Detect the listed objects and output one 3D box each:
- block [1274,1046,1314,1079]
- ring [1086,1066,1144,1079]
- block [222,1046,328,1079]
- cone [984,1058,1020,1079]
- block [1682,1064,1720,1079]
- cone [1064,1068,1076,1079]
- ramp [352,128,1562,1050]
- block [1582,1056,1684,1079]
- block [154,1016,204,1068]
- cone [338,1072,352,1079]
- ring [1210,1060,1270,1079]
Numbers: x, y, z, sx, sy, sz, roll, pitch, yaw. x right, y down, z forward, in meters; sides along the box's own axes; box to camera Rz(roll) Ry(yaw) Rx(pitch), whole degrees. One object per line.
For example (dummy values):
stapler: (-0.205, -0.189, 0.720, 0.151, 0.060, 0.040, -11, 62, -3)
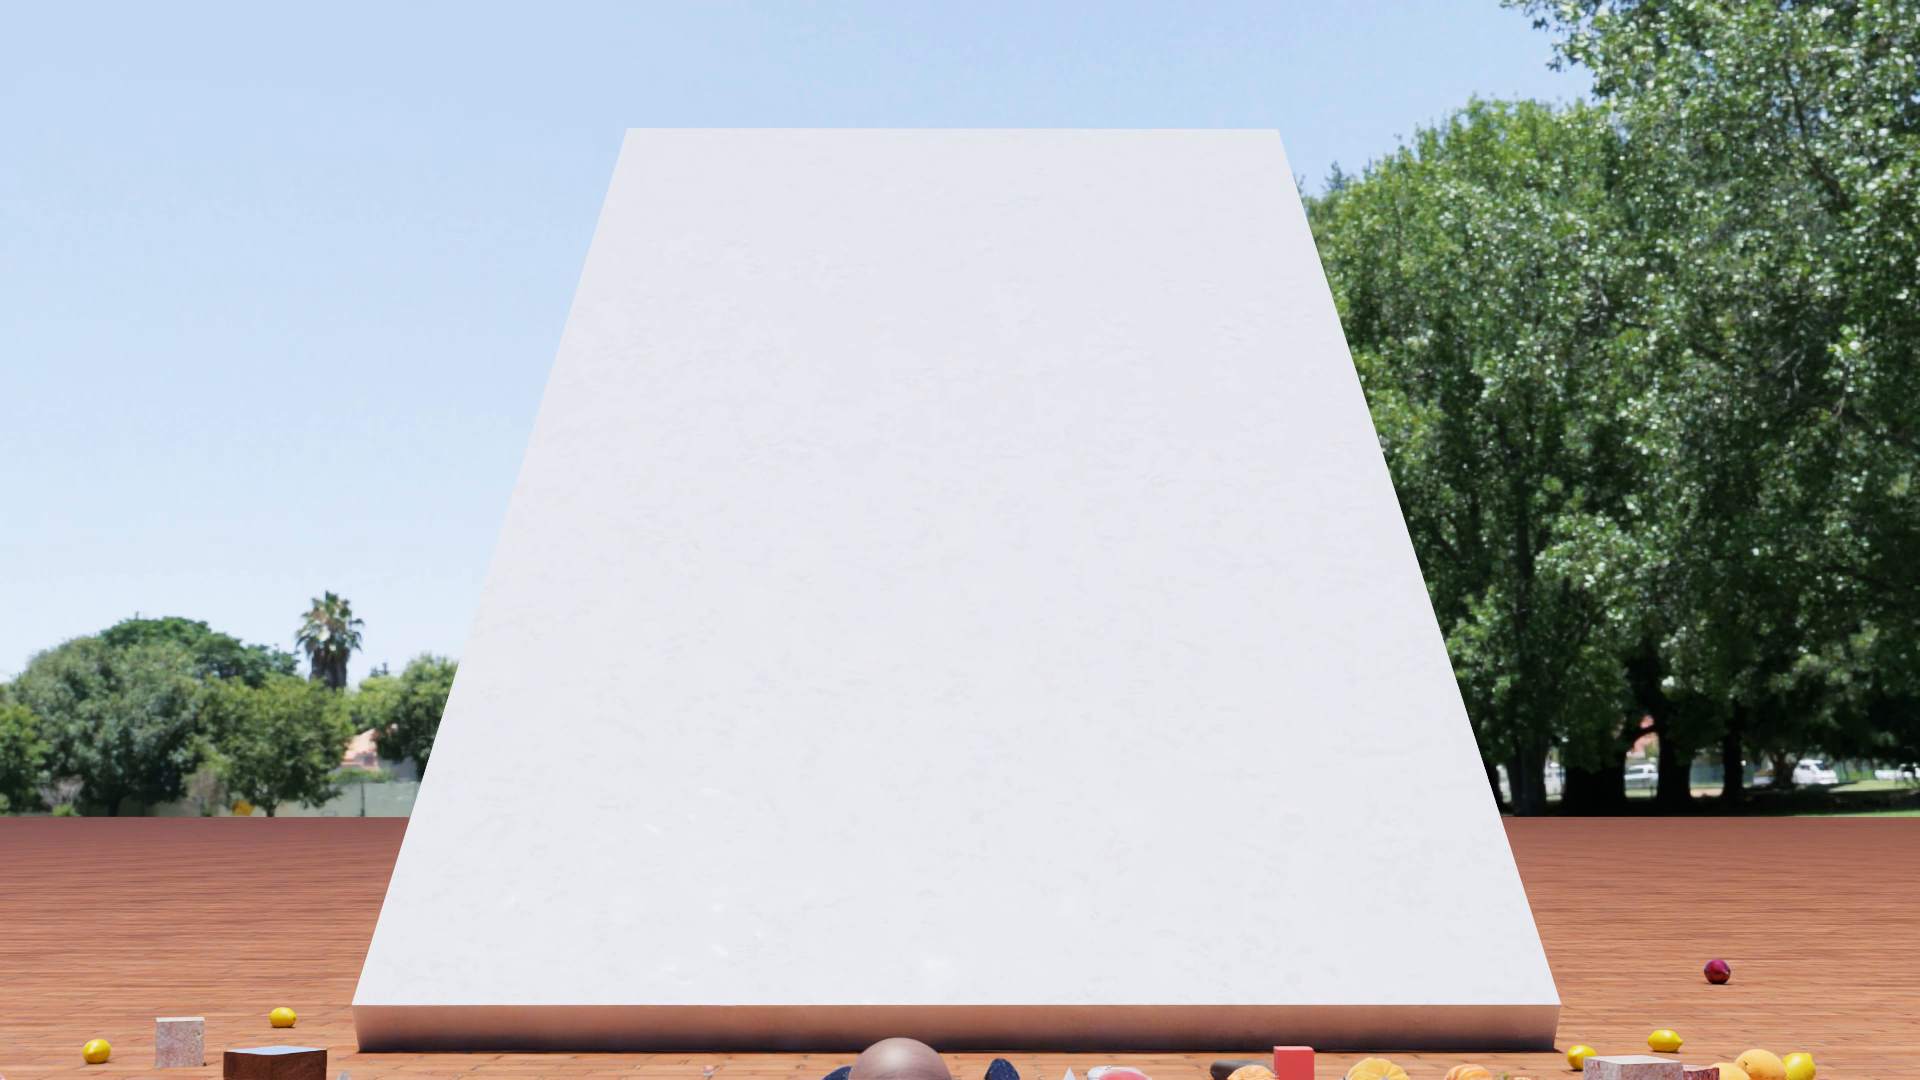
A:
block: (0.490, 0.772, 3.554, 0.052, 0.052, 0.052, 0, -6, 1)
ring: (0.226, 0.780, 3.516, 0.084, 0.028, 0.084, 1, -6, 0)
block: (-0.884, 0.705, 3.126, 0.091, 0.091, 0.091, -4, -8, 34)
cone: (0.041, 0.762, 3.357, 0.065, 0.065, 0.065, -35, -25, 29)
block: (0.926, 0.713, 3.111, 0.071, 0.071, 0.071, 6, -9, -44)
cone: (0.146, 0.732, 3.229, 0.059, 0.059, 0.059, 0, -6, 0)
ramp: (-0.014, -0.205, 5.756, 2.000, 0.100, 4.000, 0, 31, 0)
block: (0.845, 0.697, 3.042, 0.088, 0.088, 0.088, 2, -7, -16)
block: (-1.232, 0.793, 3.828, 0.071, 0.071, 0.071, 2, -7, -19)
cone: (-0.828, 0.759, 3.309, 0.050, 0.050, 0.050, 33, -21, -23)
ring: (0.416, 0.789, 3.600, 0.089, 0.030, 0.089, 1, -8, 0)
